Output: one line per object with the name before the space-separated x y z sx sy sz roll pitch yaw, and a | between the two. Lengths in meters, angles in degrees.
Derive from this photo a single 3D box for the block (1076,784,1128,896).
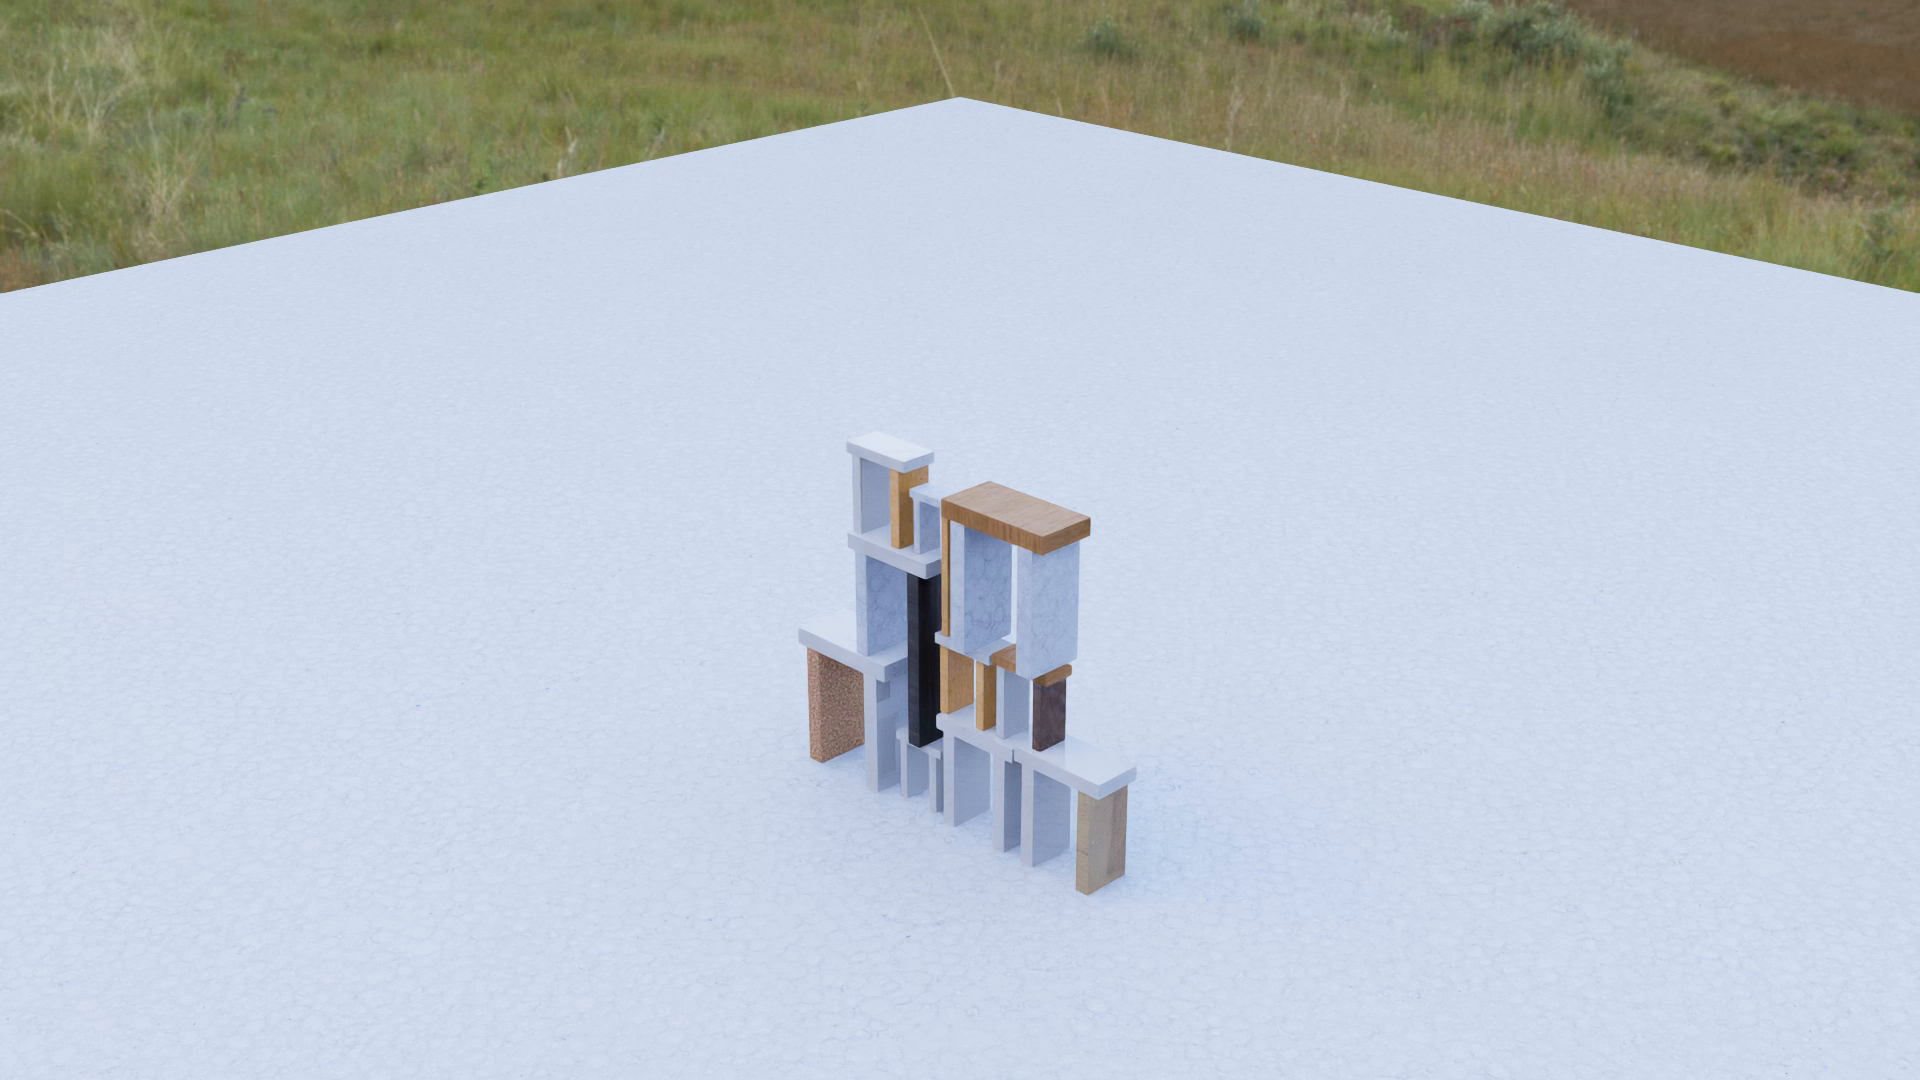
block | 0.269 0.556 4.173 0.031 0.216 0.108 21 31 41

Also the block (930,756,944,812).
block | -0.032 0.483 4.458 0.018 0.128 0.064 21 31 41

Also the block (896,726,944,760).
block | -0.062 0.404 4.457 0.064 0.018 0.128 -21 31 -41

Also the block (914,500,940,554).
block | -0.064 -0.033 4.275 0.057 0.114 0.016 -21 31 -41

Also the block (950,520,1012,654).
block | 0.041 0.073 4.212 0.037 0.267 0.131 21 31 40

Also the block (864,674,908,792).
block | -0.136 0.377 4.538 0.037 0.261 0.130 21 31 41

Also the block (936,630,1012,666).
block | 0.029 0.201 4.279 0.147 0.021 0.073 21 31 41

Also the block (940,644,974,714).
block | -0.005 0.265 4.344 0.021 0.147 0.073 21 31 41

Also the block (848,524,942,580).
block | -0.106 0.015 4.347 0.112 0.032 0.224 -21 31 -41

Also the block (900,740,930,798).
block | -0.092 0.460 4.513 0.018 0.128 0.064 21 31 41

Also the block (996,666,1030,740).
block | 0.102 0.303 4.245 0.020 0.153 0.072 21 31 41

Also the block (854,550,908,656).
block | -0.158 0.113 4.446 0.112 0.224 0.032 -21 31 -41

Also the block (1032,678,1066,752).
block | 0.170 0.325 4.181 0.020 0.143 0.072 21 31 41

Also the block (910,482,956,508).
block | -0.037 -0.083 4.224 0.114 0.016 0.057 21 31 40

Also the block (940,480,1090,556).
block | 0.103 -0.043 4.097 0.261 0.037 0.131 21 31 41

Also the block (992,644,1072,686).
block | 0.136 0.236 4.180 0.072 0.020 0.143 -21 31 -41

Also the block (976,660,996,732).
block | 0.064 0.292 4.280 0.021 0.147 0.073 21 31 41

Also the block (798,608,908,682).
block | -0.198 0.216 4.536 0.261 0.037 0.130 21 31 41

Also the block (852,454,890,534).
block | -0.175 -0.101 4.372 0.082 0.164 0.023 -21 31 -41

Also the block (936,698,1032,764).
block | 0.063 0.373 4.315 0.207 0.029 0.103 21 31 41

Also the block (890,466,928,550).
block | -0.098 -0.071 4.301 0.082 0.164 0.023 -21 31 -41

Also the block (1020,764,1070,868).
block | 0.167 0.517 4.267 0.031 0.216 0.108 21 31 41

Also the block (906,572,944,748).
block | -0.053 0.224 4.378 0.112 0.376 0.032 -21 31 -41

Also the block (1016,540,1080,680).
block | 0.164 0.118 4.098 0.037 0.261 0.131 21 31 41

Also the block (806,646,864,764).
block | -0.259 0.329 4.651 0.037 0.261 0.130 21 31 41

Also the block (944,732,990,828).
block | 0.014 0.462 4.406 0.029 0.207 0.104 21 31 41

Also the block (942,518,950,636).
block | -0.010 0.057 4.254 0.016 0.264 0.057 21 31 41

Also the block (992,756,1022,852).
block | 0.112 0.501 4.316 0.029 0.207 0.103 21 31 41

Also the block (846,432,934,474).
block | -0.137 -0.173 4.300 0.164 0.023 0.082 21 31 41

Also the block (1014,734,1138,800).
block | 0.218 0.423 4.172 0.216 0.031 0.108 21 31 41
